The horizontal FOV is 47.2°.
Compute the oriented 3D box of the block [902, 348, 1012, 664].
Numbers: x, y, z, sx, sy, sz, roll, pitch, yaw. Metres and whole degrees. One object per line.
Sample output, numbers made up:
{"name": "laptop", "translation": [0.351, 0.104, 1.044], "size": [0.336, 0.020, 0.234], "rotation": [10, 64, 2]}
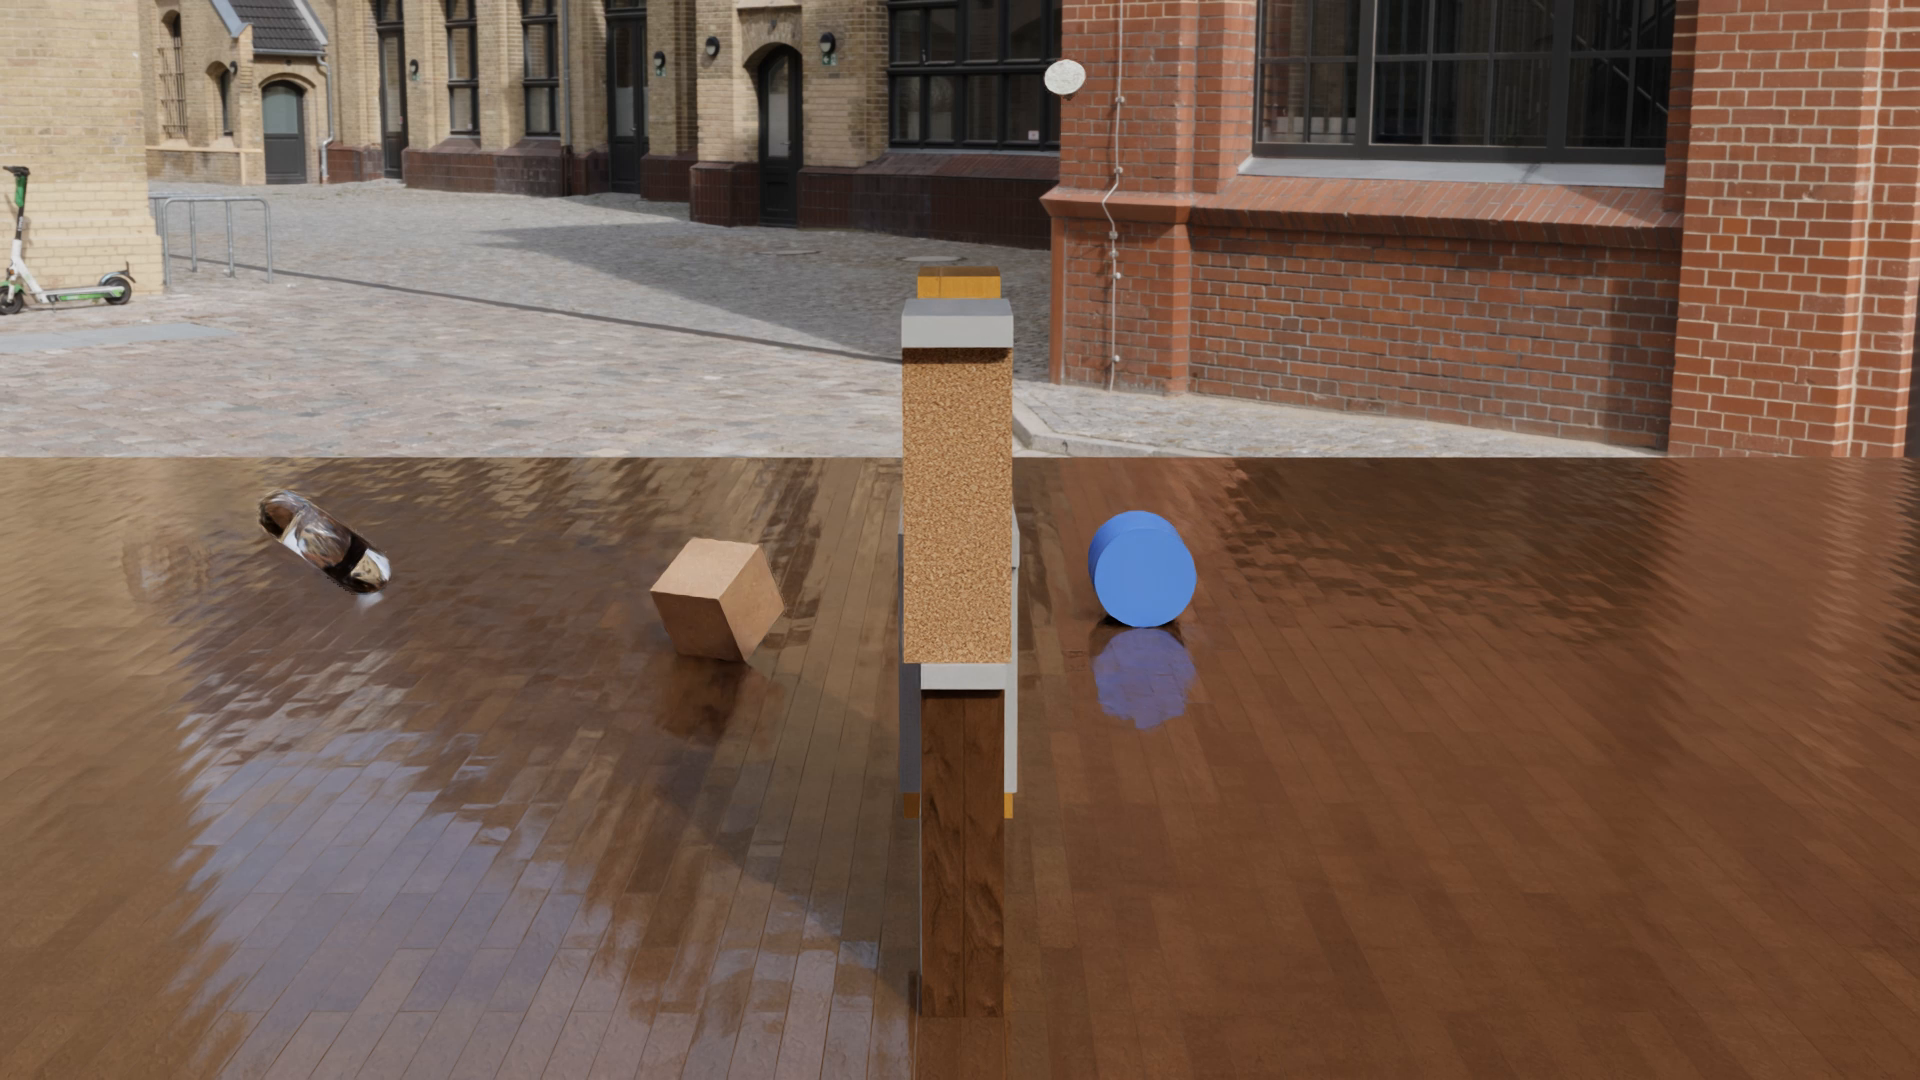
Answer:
{"name": "block", "translation": [-0.003, -0.050, 3.036], "size": [0.149, 0.442, 0.042], "rotation": [0, 11, 0]}

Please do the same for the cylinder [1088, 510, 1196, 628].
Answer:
{"name": "cylinder", "translation": [0.472, 0.073, 5.740], "size": [0.260, 0.260, 0.260], "rotation": [0, 11, -1]}

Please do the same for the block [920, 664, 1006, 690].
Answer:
{"name": "block", "translation": [0.004, 0.169, 3.156], "size": [0.117, 0.033, 0.233], "rotation": [0, 11, 0]}

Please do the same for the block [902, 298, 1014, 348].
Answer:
{"name": "block", "translation": [-0.004, -0.306, 3.089], "size": [0.149, 0.042, 0.299], "rotation": [0, 11, 0]}

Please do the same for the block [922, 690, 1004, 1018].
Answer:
{"name": "block", "translation": [0.004, 0.441, 3.128], "size": [0.117, 0.491, 0.033], "rotation": [0, 11, 0]}

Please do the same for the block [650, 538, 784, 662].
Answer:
{"name": "block", "translation": [-0.584, 0.144, 5.317], "size": [0.202, 0.202, 0.202], "rotation": [6, 42, 29]}

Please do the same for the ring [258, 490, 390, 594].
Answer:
{"name": "ring", "translation": [-1.743, 0.005, 6.028], "size": [0.403, 0.134, 0.403], "rotation": [33, -10, 7]}

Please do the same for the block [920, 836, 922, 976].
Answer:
{"name": "block", "translation": [-0.004, 0.542, 3.309], "size": [0.113, 0.226, 0.032], "rotation": [0, 10, 0]}

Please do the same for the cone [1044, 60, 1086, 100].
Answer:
{"name": "cone", "translation": [0.314, -1.319, 6.436], "size": [0.121, 0.121, 0.121], "rotation": [2, -23, 11]}

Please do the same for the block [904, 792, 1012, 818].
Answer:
{"name": "block", "translation": [-0.004, 0.220, 3.594], "size": [0.179, 0.474, 0.051], "rotation": [0, 11, 0]}

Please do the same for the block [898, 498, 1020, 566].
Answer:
{"name": "block", "translation": [-0.004, -0.017, 3.429], "size": [0.179, 0.051, 0.358], "rotation": [0, 10, -1]}

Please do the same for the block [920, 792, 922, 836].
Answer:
{"name": "block", "translation": [-0.004, 0.401, 3.361], "size": [0.113, 0.032, 0.226], "rotation": [0, 10, -1]}

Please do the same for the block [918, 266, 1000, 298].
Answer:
{"name": "block", "translation": [-0.002, -0.456, 3.896], "size": [0.142, 0.040, 0.283], "rotation": [0, 11, 0]}

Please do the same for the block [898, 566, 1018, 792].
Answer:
{"name": "block", "translation": [-0.003, 0.205, 3.348], "size": [0.179, 0.358, 0.051], "rotation": [0, 10, 0]}
